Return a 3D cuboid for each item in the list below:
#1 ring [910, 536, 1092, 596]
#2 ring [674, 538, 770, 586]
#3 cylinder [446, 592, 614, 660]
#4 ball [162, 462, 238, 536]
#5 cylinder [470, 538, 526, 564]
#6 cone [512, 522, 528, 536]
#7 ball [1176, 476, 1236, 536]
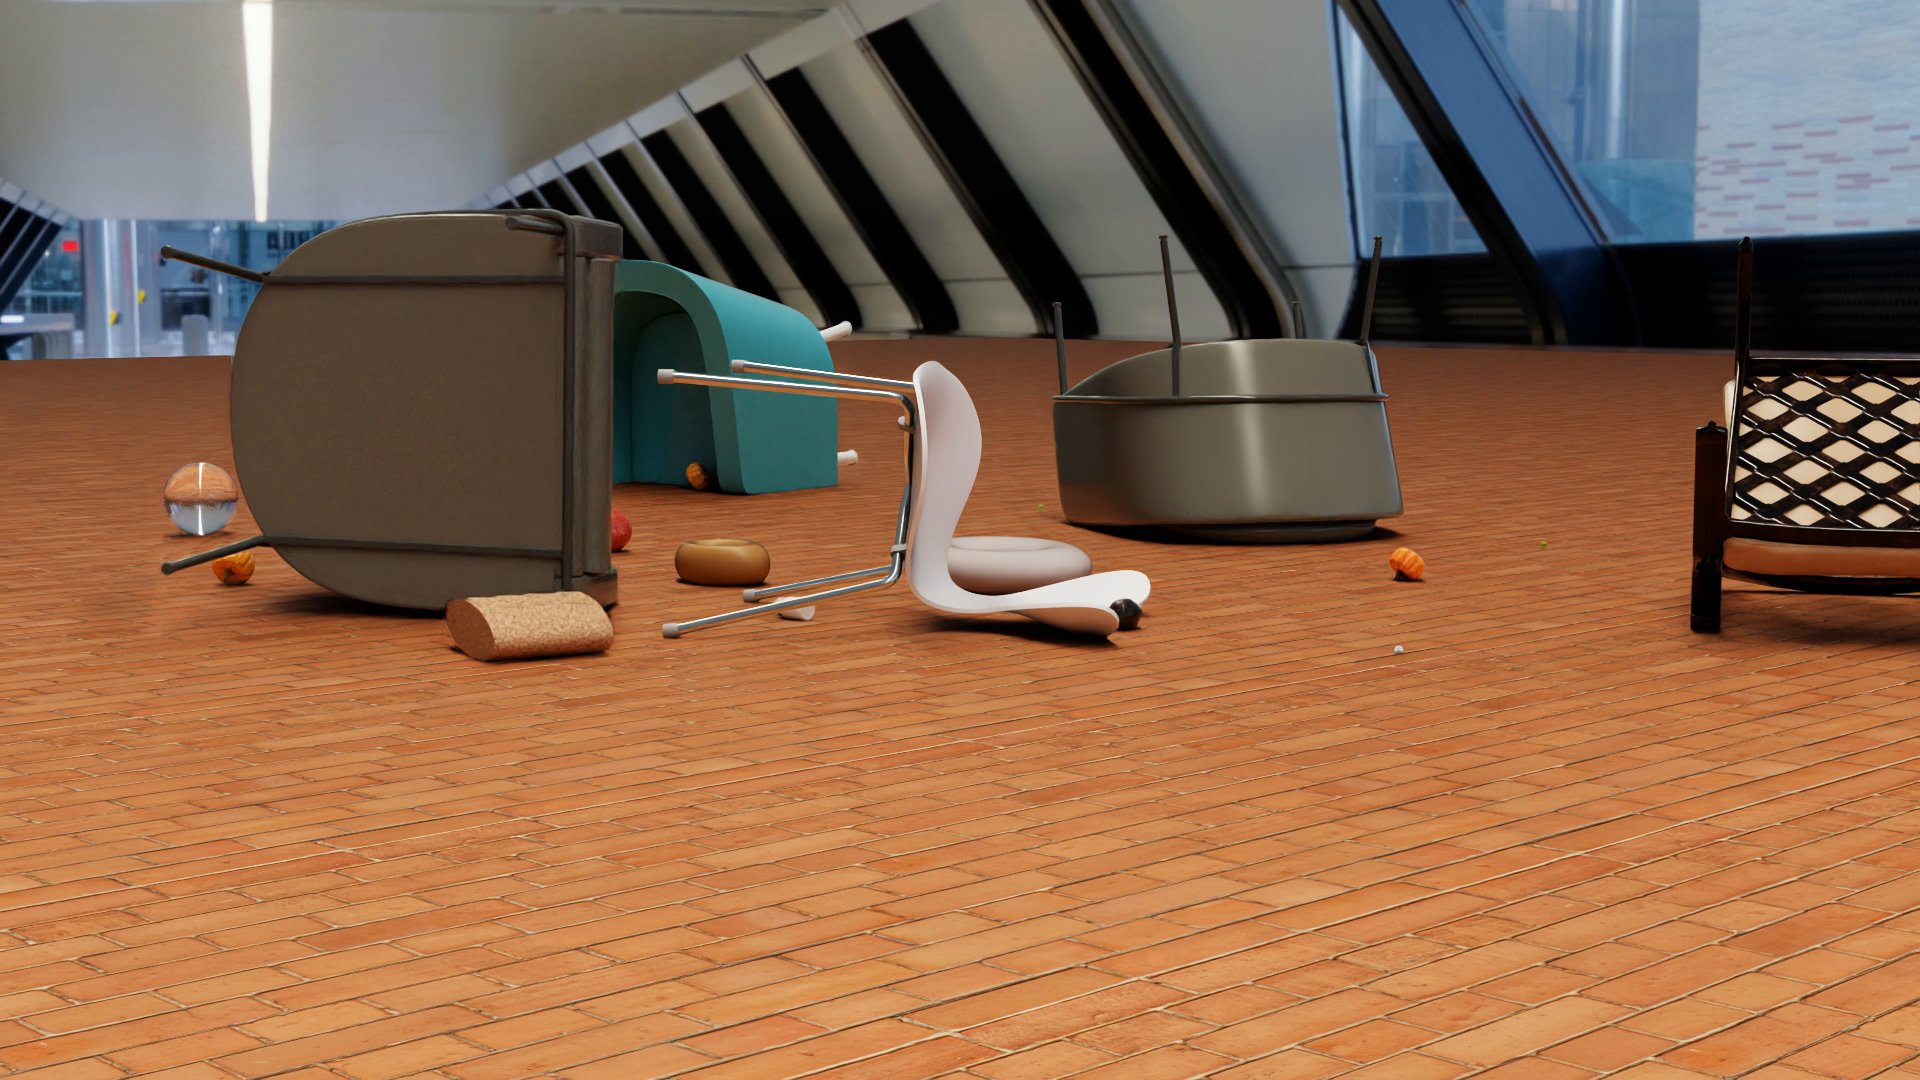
[{"bbox_3d":[0.086,0.054,5.452,0.354,0.092,0.490,-4,7,-27],"label":"ring"},{"bbox_3d":[-0.512,0.049,5.522,0.249,0.088,0.161,4,9,42],"label":"ring"},{"bbox_3d":[-0.754,0.149,4.490,0.217,0.094,0.235,-4,14,-31],"label":"cylinder"},{"bbox_3d":[-1.929,-0.105,6.520,0.186,0.186,0.186,0,6,0],"label":"ball"},{"bbox_3d":[-1.066,0.028,5.918,0.118,0.046,0.121,-8,5,-16],"label":"cylinder"},{"bbox_3d":[-1.109,-0.020,6.527,0.049,0.034,0.049,-3,25,-38],"label":"cone"},{"bbox_3d":[0.625,-0.087,6.526,0.150,0.150,0.150,0,6,0],"label":"ball"}]
